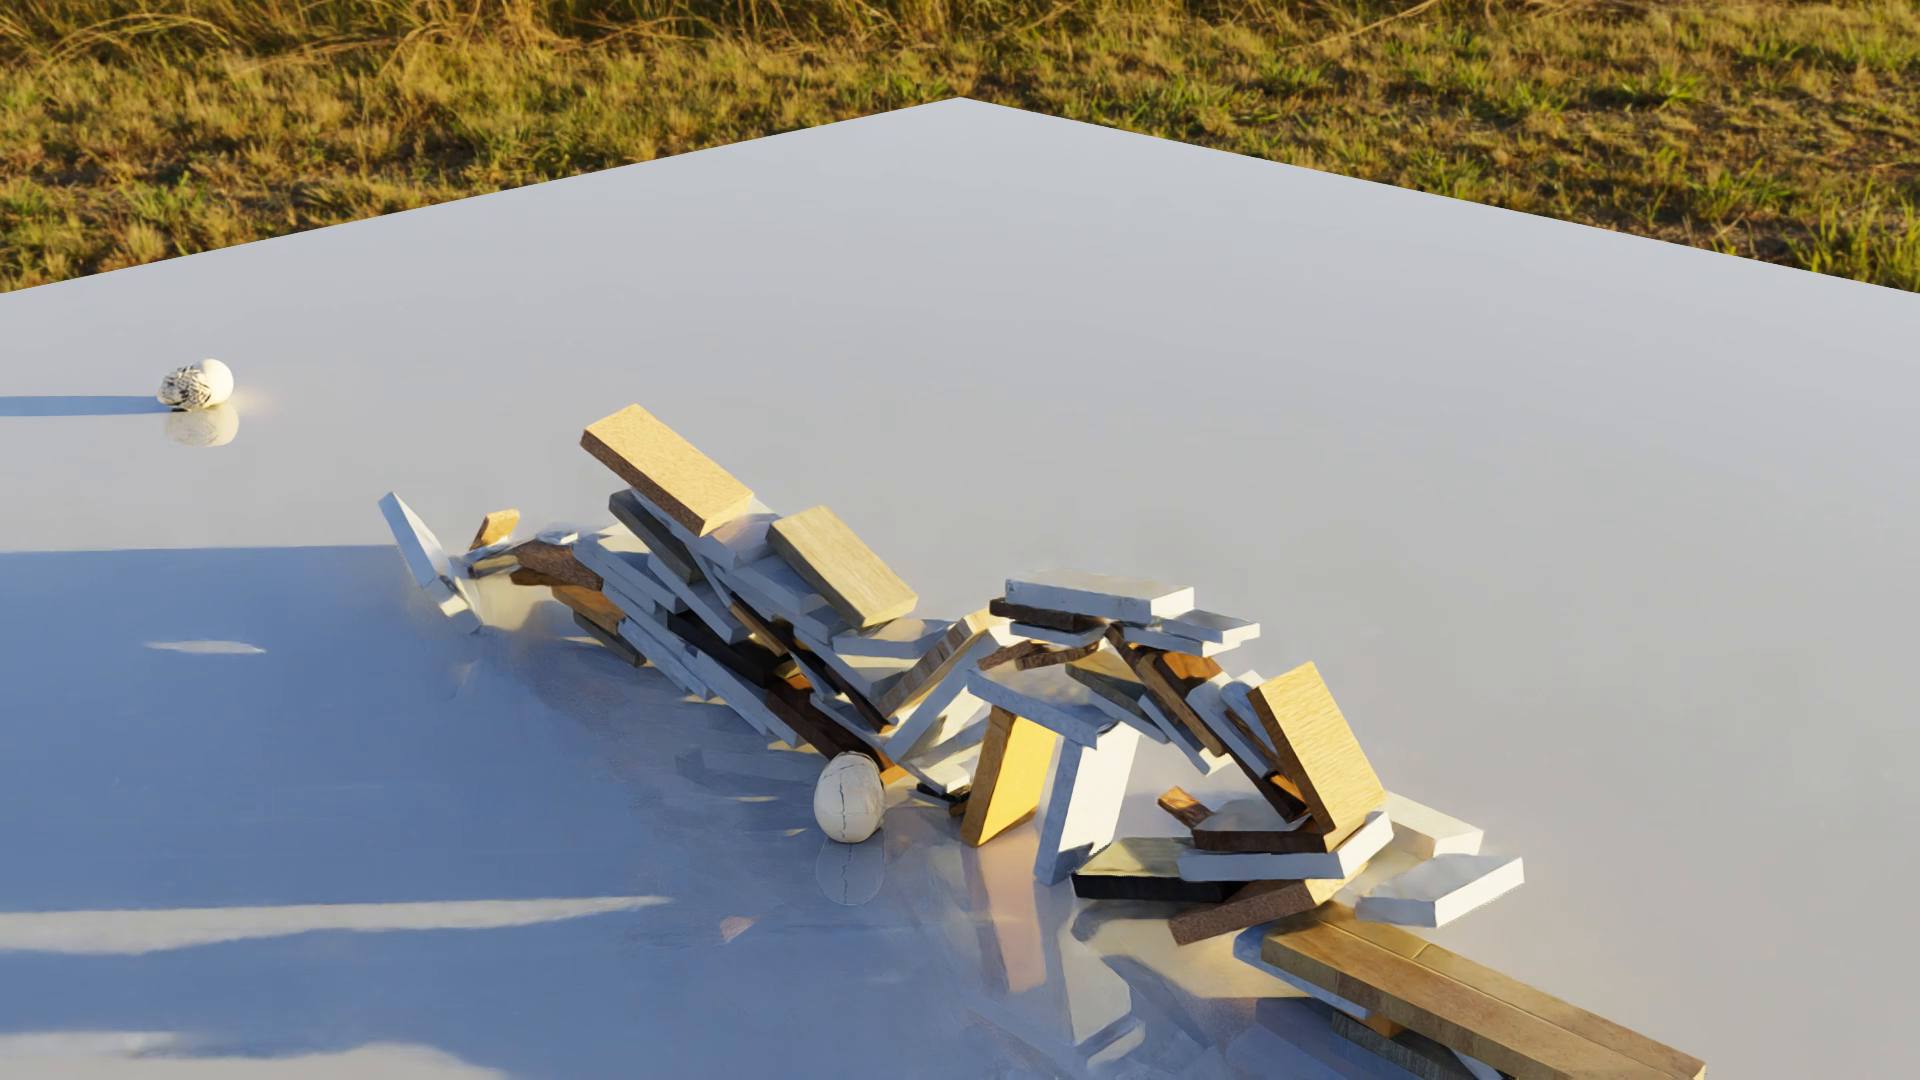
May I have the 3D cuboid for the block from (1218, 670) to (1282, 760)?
[{"bbox_3d":[0.528,0.301,3.760,0.084,0.024,0.167,-23,62,-42],"label":"block"}]

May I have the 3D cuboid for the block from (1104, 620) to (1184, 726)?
[{"bbox_3d":[0.369,0.228,3.962,0.111,0.031,0.221,-15,56,-39],"label":"block"}]

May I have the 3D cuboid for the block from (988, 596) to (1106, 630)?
[{"bbox_3d":[0.161,0.132,4.078,0.196,0.028,0.098,9,13,39],"label":"block"}]

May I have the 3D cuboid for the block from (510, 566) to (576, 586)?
[{"bbox_3d":[-0.969,0.075,5.270,0.203,0.029,0.102,0,23,34],"label":"block"}]

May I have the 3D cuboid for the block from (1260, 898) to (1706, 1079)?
[{"bbox_3d":[0.841,0.768,3.596,0.706,0.049,0.175,20,30,34],"label":"block"}]

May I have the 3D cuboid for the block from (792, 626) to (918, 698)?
[{"bbox_3d":[-0.216,0.227,4.580,0.132,0.037,0.264,-19,41,-36],"label":"block"}]

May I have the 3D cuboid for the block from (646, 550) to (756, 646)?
[{"bbox_3d":[-0.539,0.105,4.855,0.151,0.043,0.302,-21,50,-40],"label":"block"}]

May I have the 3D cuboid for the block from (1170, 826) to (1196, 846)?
[{"bbox_3d":[0.436,0.528,3.933,0.108,0.015,0.054,-3,17,46],"label":"block"}]

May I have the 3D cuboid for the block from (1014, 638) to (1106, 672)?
[{"bbox_3d":[0.186,0.210,4.085,0.082,0.023,0.164,-22,5,-43],"label":"block"}]

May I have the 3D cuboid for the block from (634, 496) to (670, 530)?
[{"bbox_3d":[-0.660,-0.072,4.889,0.120,0.017,0.060,42,42,10],"label":"block"}]

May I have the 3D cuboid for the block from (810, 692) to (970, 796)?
[{"bbox_3d":[-0.149,0.410,4.562,0.079,0.022,0.405,-20,39,-41],"label":"block"}]

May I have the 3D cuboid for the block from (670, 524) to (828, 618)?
[{"bbox_3d":[-0.425,0.030,4.697,0.414,0.044,0.154,31,38,34],"label":"block"}]

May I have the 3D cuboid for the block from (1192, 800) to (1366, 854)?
[{"bbox_3d":[0.551,0.495,3.808,0.268,0.038,0.134,-5,15,41],"label":"block"}]

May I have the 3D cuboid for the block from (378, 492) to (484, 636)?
[{"bbox_3d":[-1.312,0.051,5.428,0.048,0.169,0.589,-40,32,-5],"label":"block"}]

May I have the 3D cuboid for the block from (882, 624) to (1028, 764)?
[{"bbox_3d":[0.007,0.301,4.379,0.155,0.382,0.044,-12,59,-52],"label":"block"}]

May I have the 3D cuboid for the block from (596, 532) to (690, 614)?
[{"bbox_3d":[-0.674,0.064,4.979,0.151,0.043,0.301,-20,38,-39],"label":"block"}]

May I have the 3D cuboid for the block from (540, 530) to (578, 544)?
[{"bbox_3d":[-0.921,-0.006,5.049,0.045,0.013,0.091,-21,17,-38],"label":"block"}]

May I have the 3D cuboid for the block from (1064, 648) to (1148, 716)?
[{"bbox_3d":[0.290,0.257,4.021,0.182,0.026,0.091,29,35,35],"label":"block"}]

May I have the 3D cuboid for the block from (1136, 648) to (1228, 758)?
[{"bbox_3d":[0.424,0.278,3.890,0.111,0.031,0.221,-20,59,-40],"label":"block"}]

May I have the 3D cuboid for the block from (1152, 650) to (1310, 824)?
[{"bbox_3d":[0.488,0.329,3.827,0.096,0.027,0.375,-18,58,-38],"label":"block"}]

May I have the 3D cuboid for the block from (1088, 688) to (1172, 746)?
[{"bbox_3d":[0.331,0.306,3.994,0.182,0.026,0.091,29,35,35],"label":"block"}]

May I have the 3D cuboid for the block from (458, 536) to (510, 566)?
[{"bbox_3d":[-1.176,0.026,5.440,0.080,0.023,0.159,-19,7,8],"label":"block"}]

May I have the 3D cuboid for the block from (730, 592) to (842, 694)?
[{"bbox_3d":[-0.343,0.198,4.714,0.347,0.026,0.091,40,42,23],"label":"block"}]

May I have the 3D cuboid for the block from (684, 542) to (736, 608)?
[{"bbox_3d":[-0.520,0.054,4.805,0.091,0.026,0.183,-27,80,-43],"label":"block"}]

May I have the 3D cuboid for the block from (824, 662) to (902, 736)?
[{"bbox_3d":[-0.187,0.315,4.607,0.098,0.028,0.196,-19,58,-40],"label":"block"}]

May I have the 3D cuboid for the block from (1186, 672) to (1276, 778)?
[{"bbox_3d":[0.488,0.318,3.797,0.096,0.027,0.192,-24,62,-41],"label":"block"}]

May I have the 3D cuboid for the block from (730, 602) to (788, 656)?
[{"bbox_3d":[-0.415,0.180,4.753,0.158,0.022,0.079,42,44,20],"label":"block"}]

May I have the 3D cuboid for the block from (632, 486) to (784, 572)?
[{"bbox_3d":[-0.529,-0.063,4.714,0.169,0.048,0.338,-24,47,-40],"label":"block"}]

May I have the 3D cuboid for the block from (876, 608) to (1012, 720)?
[{"bbox_3d":[-0.025,0.240,4.393,0.132,0.407,0.037,-20,73,-37],"label":"block"}]

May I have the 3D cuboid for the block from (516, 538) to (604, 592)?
[{"bbox_3d":[-0.903,0.045,5.198,0.282,0.040,0.141,17,32,36],"label":"block"}]

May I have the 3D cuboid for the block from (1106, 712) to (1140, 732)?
[{"bbox_3d":[0.321,0.320,4.010,0.108,0.015,0.054,27,34,32],"label":"block"}]

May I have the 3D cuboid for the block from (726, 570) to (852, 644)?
[{"bbox_3d":[-0.336,0.110,4.667,0.309,0.044,0.154,29,37,33],"label":"block"}]

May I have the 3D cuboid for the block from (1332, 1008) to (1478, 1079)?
[{"bbox_3d":[0.794,0.844,3.718,0.148,0.042,0.297,-21,31,-40],"label":"block"}]

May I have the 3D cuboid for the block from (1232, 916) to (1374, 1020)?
[{"bbox_3d":[0.618,0.725,3.778,0.268,0.038,0.134,21,31,37],"label":"block"}]

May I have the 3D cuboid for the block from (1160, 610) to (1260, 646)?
[{"bbox_3d":[0.435,0.152,3.837,0.084,0.024,0.167,-10,13,-33],"label":"block"}]

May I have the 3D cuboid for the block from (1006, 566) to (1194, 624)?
[{"bbox_3d":[0.256,0.101,4.052,0.310,0.044,0.155,8,13,34],"label":"block"}]

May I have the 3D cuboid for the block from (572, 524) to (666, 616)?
[{"bbox_3d":[-0.745,0.066,5.062,0.282,0.040,0.141,33,38,28],"label":"block"}]

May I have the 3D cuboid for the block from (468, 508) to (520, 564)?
[{"bbox_3d":[-1.178,-0.008,5.541,0.080,0.228,0.023,-12,68,-33],"label":"block"}]

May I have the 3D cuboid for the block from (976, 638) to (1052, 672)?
[{"bbox_3d":[0.114,0.206,4.152,0.082,0.023,0.164,-21,-3,-41],"label":"block"}]
